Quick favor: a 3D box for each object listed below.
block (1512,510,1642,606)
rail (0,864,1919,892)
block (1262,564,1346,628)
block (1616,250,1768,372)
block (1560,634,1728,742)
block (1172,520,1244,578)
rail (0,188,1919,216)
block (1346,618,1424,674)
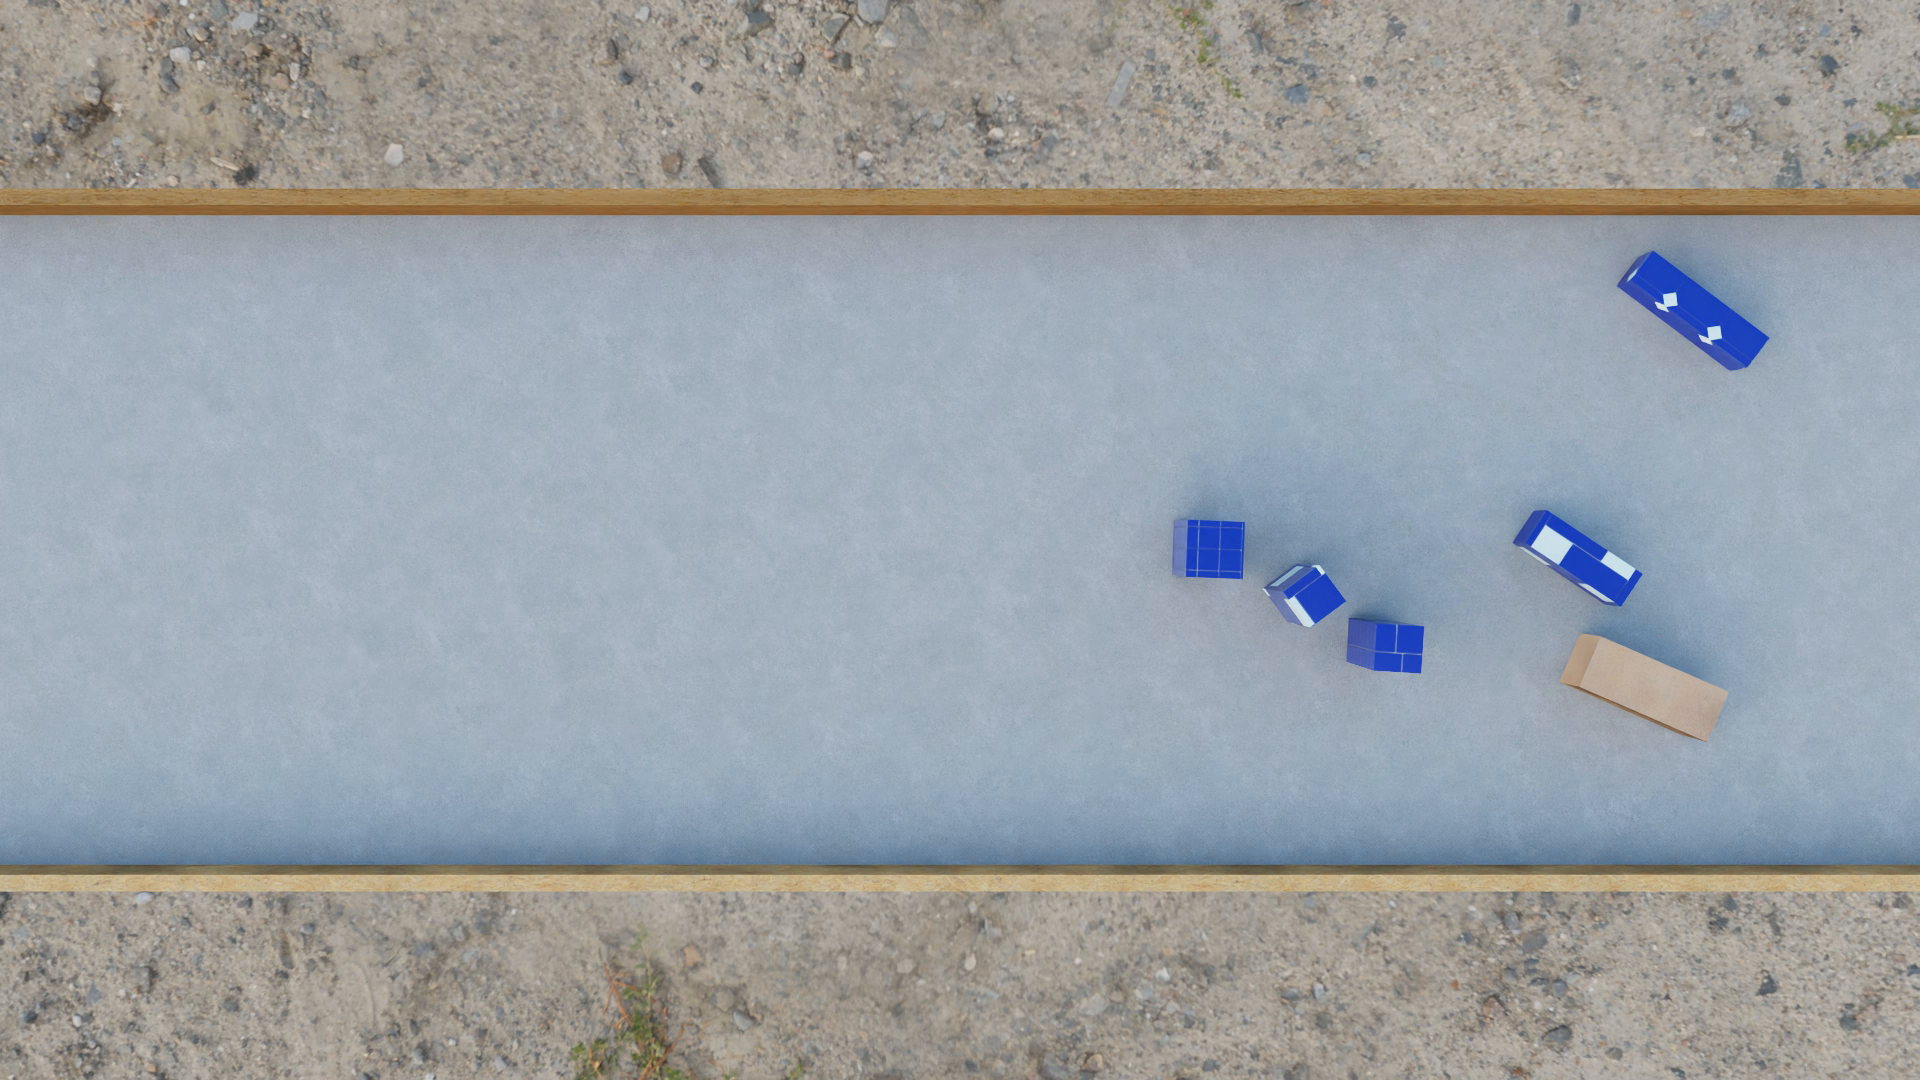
[{"bbox_3d":[1.876,0.055,5.018,0.345,0.118,0.118,34,90,0],"label":"block"},{"bbox_3d":[-2.247,1.025,5.001,12.000,0.150,0.050,0,90,0],"label":"rail"},{"bbox_3d":[1.021,0.163,4.912,0.129,0.329,0.129,-37,90,0],"label":"block"},{"bbox_3d":[2.229,-0.696,5.021,0.438,0.111,0.111,37,90,0],"label":"block"},{"bbox_3d":[2.068,0.445,4.995,0.416,0.163,0.163,23,90,0],"label":"block"},{"bbox_3d":[0.738,0.027,4.921,0.165,0.310,0.165,2,90,0],"label":"block"},{"bbox_3d":[-2.247,-1.025,5.002,12.000,0.150,0.050,0,90,0],"label":"rail"},{"bbox_3d":[1.261,0.311,4.906,0.136,0.340,0.136,4,90,0],"label":"block"}]
